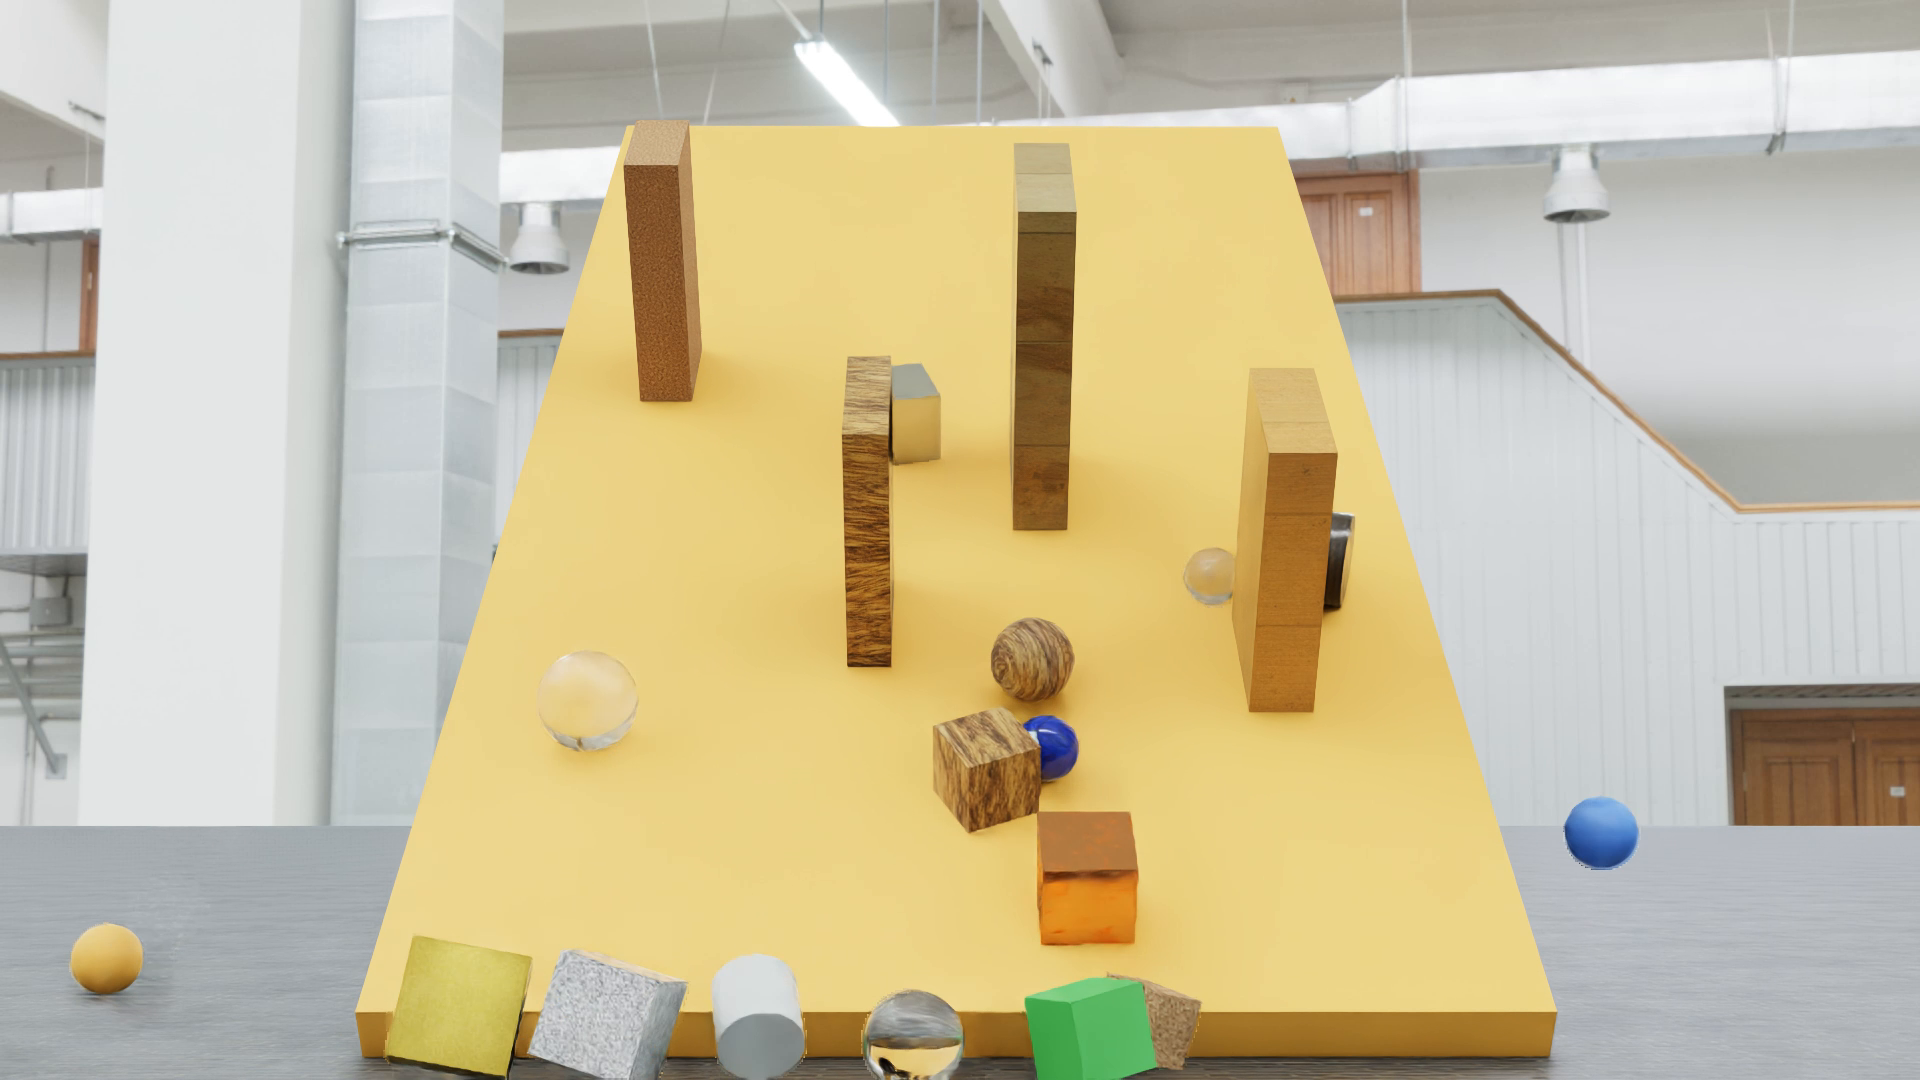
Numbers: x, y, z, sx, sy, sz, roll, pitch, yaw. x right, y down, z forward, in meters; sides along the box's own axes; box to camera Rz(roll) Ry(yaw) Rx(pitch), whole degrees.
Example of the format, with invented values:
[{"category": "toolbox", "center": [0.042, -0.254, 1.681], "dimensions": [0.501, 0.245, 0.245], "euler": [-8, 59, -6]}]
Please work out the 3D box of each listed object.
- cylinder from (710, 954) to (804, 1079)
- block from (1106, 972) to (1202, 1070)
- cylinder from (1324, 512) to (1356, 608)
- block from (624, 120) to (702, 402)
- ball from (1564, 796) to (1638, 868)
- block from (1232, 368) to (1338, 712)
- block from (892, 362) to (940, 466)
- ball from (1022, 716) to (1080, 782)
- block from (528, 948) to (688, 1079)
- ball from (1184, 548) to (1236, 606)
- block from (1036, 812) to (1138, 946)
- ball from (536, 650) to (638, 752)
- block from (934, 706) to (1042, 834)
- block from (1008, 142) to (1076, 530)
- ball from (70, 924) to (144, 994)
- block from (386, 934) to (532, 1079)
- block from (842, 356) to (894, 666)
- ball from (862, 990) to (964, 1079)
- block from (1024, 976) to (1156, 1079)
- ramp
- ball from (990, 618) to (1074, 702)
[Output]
[{"category": "cylinder", "center": [-0.283, 0.665, 3.391], "dimensions": [0.122, 0.122, 0.122], "euler": [1, 30, -11]}, {"category": "block", "center": [0.293, 0.766, 3.866], "dimensions": [0.114, 0.114, 0.114], "euler": [14, -5, 40]}, {"category": "cylinder", "center": [0.719, 0.029, 5.117], "dimensions": [0.196, 0.196, 0.196], "euler": [8, -5, 13]}, {"category": "block", "center": [-0.714, -0.673, 5.871], "dimensions": [0.126, 0.614, 0.282], "euler": [0, 31, 0]}, {"category": "ball", "center": [1.253, 0.571, 4.749], "dimensions": [0.140, 0.140, 0.140], "euler": [0, -7, 0]}, {"category": "block", "center": [0.633, 0.001, 4.787], "dimensions": [0.127, 0.584, 0.345], "euler": [0, 31, 0]}, {"category": "block", "center": [-0.152, -0.291, 5.669], "dimensions": [0.171, 0.171, 0.171], "euler": [-8, 32, -14]}, {"category": "ball", "center": [0.163, 0.392, 4.578], "dimensions": [0.124, 0.124, 0.124], "euler": [0, -7, 0]}, {"category": "block", "center": [-0.482, 0.656, 3.344], "dimensions": [0.145, 0.145, 0.145], "euler": [16, -8, 12]}, {"category": "ball", "center": [0.529, 0.076, 5.091], "dimensions": [0.122, 0.122, 0.122], "euler": [0, -7, 0]}, {"category": "block", "center": [0.219, 0.586, 4.218], "dimensions": [0.162, 0.162, 0.162], "euler": [-1, 31, -1]}, {"category": "ball", "center": [-0.712, 0.308, 4.646], "dimensions": [0.194, 0.194, 0.194], "euler": [0, -7, 0]}, {"category": "block", "center": [0.049, 0.424, 4.502], "dimensions": [0.148, 0.148, 0.148], "euler": [-14, 34, -22]}, {"category": "block", "center": [0.178, -0.445, 5.354], "dimensions": [0.121, 0.762, 0.377], "euler": [0, 31, 0]}, {"category": "ball", "center": [-1.958, 0.962, 5.580], "dimensions": [0.159, 0.159, 0.159], "euler": [0, -7, 0]}, {"category": "block", "center": [-0.705, 0.665, 3.433], "dimensions": [0.167, 0.167, 0.167], "euler": [12, -17, -6]}, {"category": "block", "center": [-0.183, -0.058, 4.927], "dimensions": [0.089, 0.535, 0.331], "euler": [0, 31, 0]}, {"category": "ball", "center": [-0.068, 0.735, 3.565], "dimensions": [0.149, 0.149, 0.149], "euler": [0, -7, 0]}, {"category": "block", "center": [0.197, 0.746, 3.688], "dimensions": [0.131, 0.131, 0.131], "euler": [-10, -1, -31]}, {"category": "ramp", "center": [-0.014, -0.201, 5.784], "dimensions": [2.000, 0.100, 4.000], "euler": [0, 31, 0]}, {"category": "ball", "center": [0.143, 0.236, 4.798], "dimensions": [0.166, 0.166, 0.166], "euler": [0, -7, 0]}]
